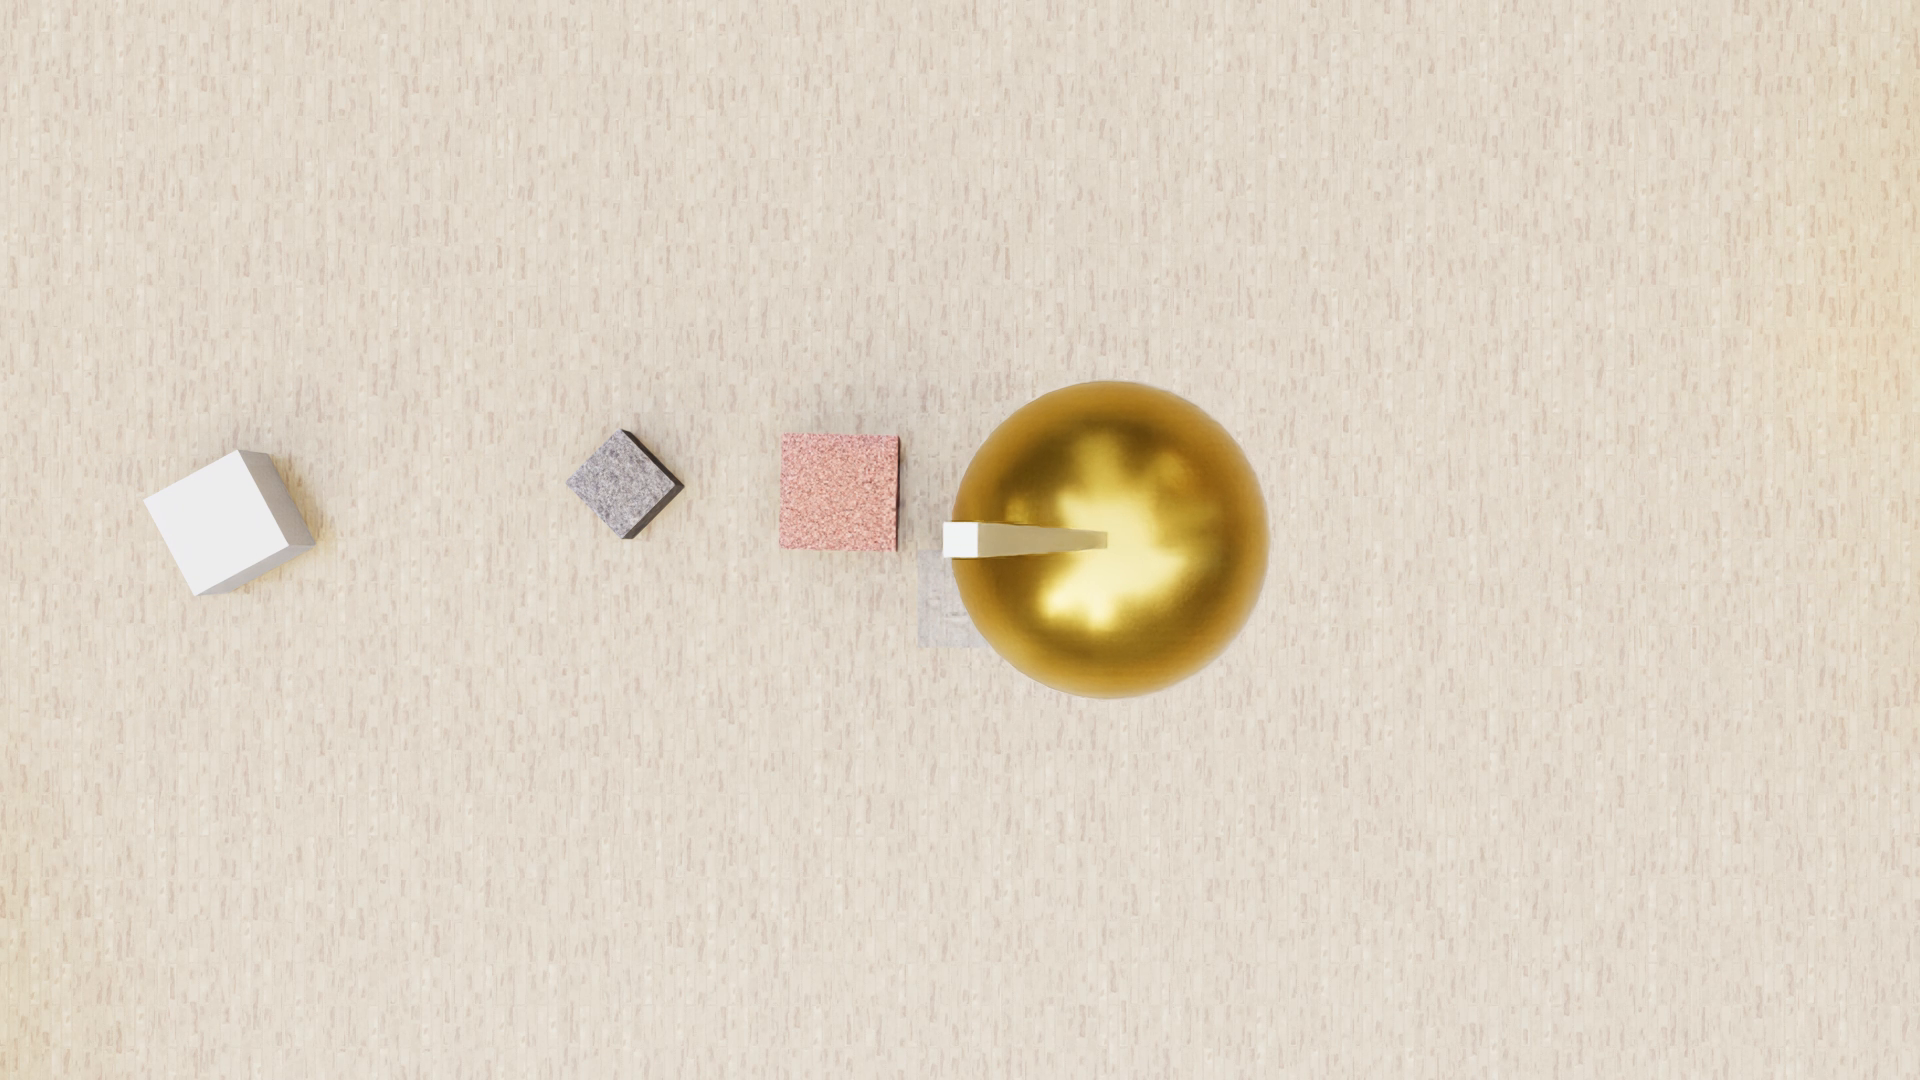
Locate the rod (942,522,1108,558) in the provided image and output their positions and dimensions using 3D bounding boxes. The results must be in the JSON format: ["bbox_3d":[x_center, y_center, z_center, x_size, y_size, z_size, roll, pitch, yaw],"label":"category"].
[{"bbox_3d":[0.324,0.000,7.603,0.080,5.200,0.080,0,90,7],"label":"rod"}]

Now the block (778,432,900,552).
[{"bbox_3d":[-0.687,-0.270,12.714,0.658,0.572,0.658,1,90,0],"label":"block"}]

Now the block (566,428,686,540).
[{"bbox_3d":[-1.939,-0.321,12.775,0.440,0.450,0.457,-45,90,0],"label":"block"}]

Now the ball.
[{"bbox_3d":[0.747,0.000,10.976,1.600,1.600,1.600,0,90,0],"label":"ball"}]

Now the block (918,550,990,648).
[{"bbox_3d":[0.002,0.335,12.740,0.489,0.521,0.547,0,90,0],"label":"block"}]

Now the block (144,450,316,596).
[{"bbox_3d":[-4.213,-0.097,12.725,0.606,0.550,0.616,-28,90,0],"label":"block"}]
